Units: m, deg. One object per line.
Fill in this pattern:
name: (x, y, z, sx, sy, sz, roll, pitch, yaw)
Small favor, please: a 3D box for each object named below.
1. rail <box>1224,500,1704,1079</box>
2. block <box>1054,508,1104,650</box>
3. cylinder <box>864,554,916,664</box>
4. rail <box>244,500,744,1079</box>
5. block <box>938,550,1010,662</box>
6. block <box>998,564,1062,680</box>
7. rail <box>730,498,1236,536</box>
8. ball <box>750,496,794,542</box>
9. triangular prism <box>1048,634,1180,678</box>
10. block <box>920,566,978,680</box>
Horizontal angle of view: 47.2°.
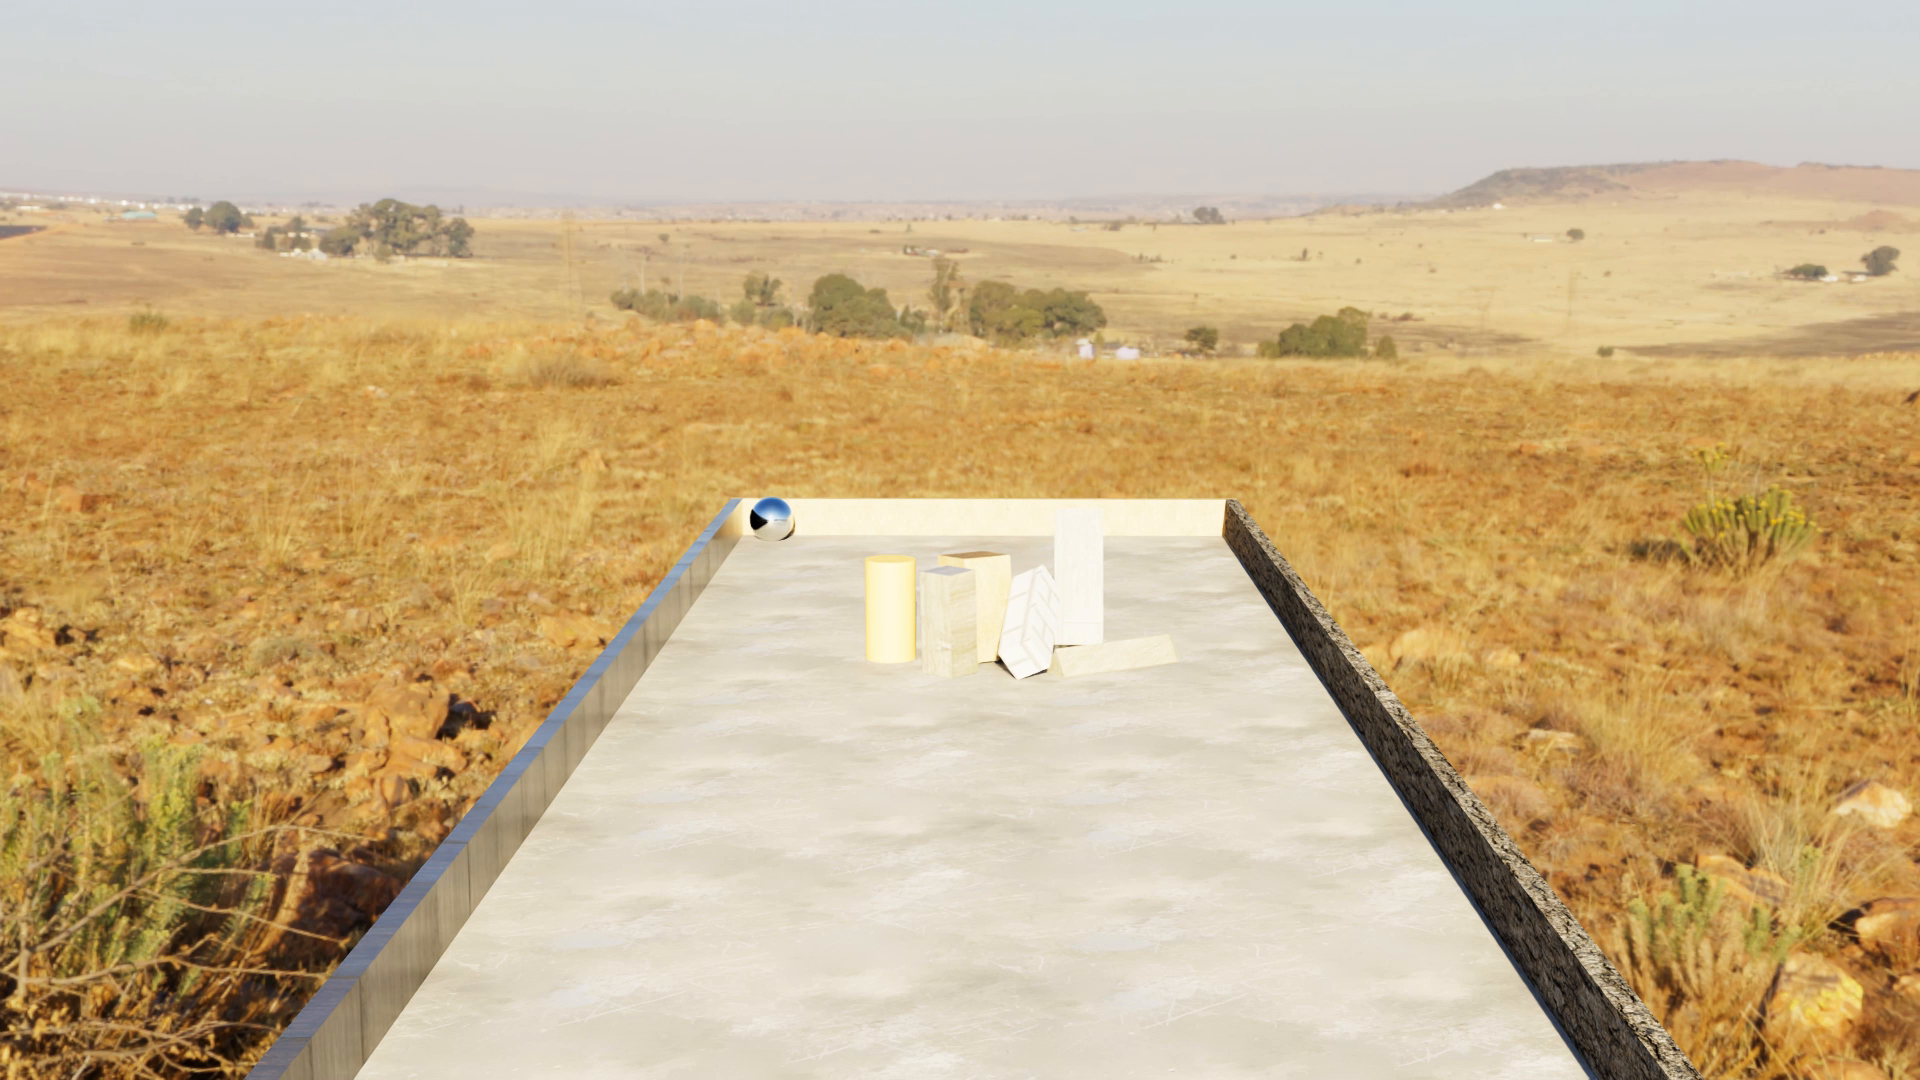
rail: (1.046, 0.843, 3.208, 0.050, 0.150, 12.000, 0, 9, 1)
block: (0.364, 0.127, 6.771, 0.147, 0.427, 0.147, 0, -14, 2)
cylinder: (-0.212, 0.209, 6.710, 0.154, 0.307, 0.154, 0, 9, 0)
rail: (-1.004, 0.839, 3.234, 0.050, 0.150, 12.000, 0, 9, 1)
block: (0.047, 0.203, 6.693, 0.161, 0.316, 0.161, -5, 7, -30)
block: (0.209, 0.242, 6.528, 0.111, 0.111, 0.368, -23, 29, 23)
rail: (0.099, -0.098, 9.147, 2.100, 0.150, 0.050, 0, 9, 1)
ball: (-0.768, -0.086, 8.975, 0.182, 0.182, 0.182, 0, 9, 0)
triangular prism: (0.462, 0.342, 6.585, 0.425, 0.079, 0.092, -6, 10, -31)
block: (-0.032, 0.241, 6.489, 0.116, 0.308, 0.116, 8, 14, 41)
